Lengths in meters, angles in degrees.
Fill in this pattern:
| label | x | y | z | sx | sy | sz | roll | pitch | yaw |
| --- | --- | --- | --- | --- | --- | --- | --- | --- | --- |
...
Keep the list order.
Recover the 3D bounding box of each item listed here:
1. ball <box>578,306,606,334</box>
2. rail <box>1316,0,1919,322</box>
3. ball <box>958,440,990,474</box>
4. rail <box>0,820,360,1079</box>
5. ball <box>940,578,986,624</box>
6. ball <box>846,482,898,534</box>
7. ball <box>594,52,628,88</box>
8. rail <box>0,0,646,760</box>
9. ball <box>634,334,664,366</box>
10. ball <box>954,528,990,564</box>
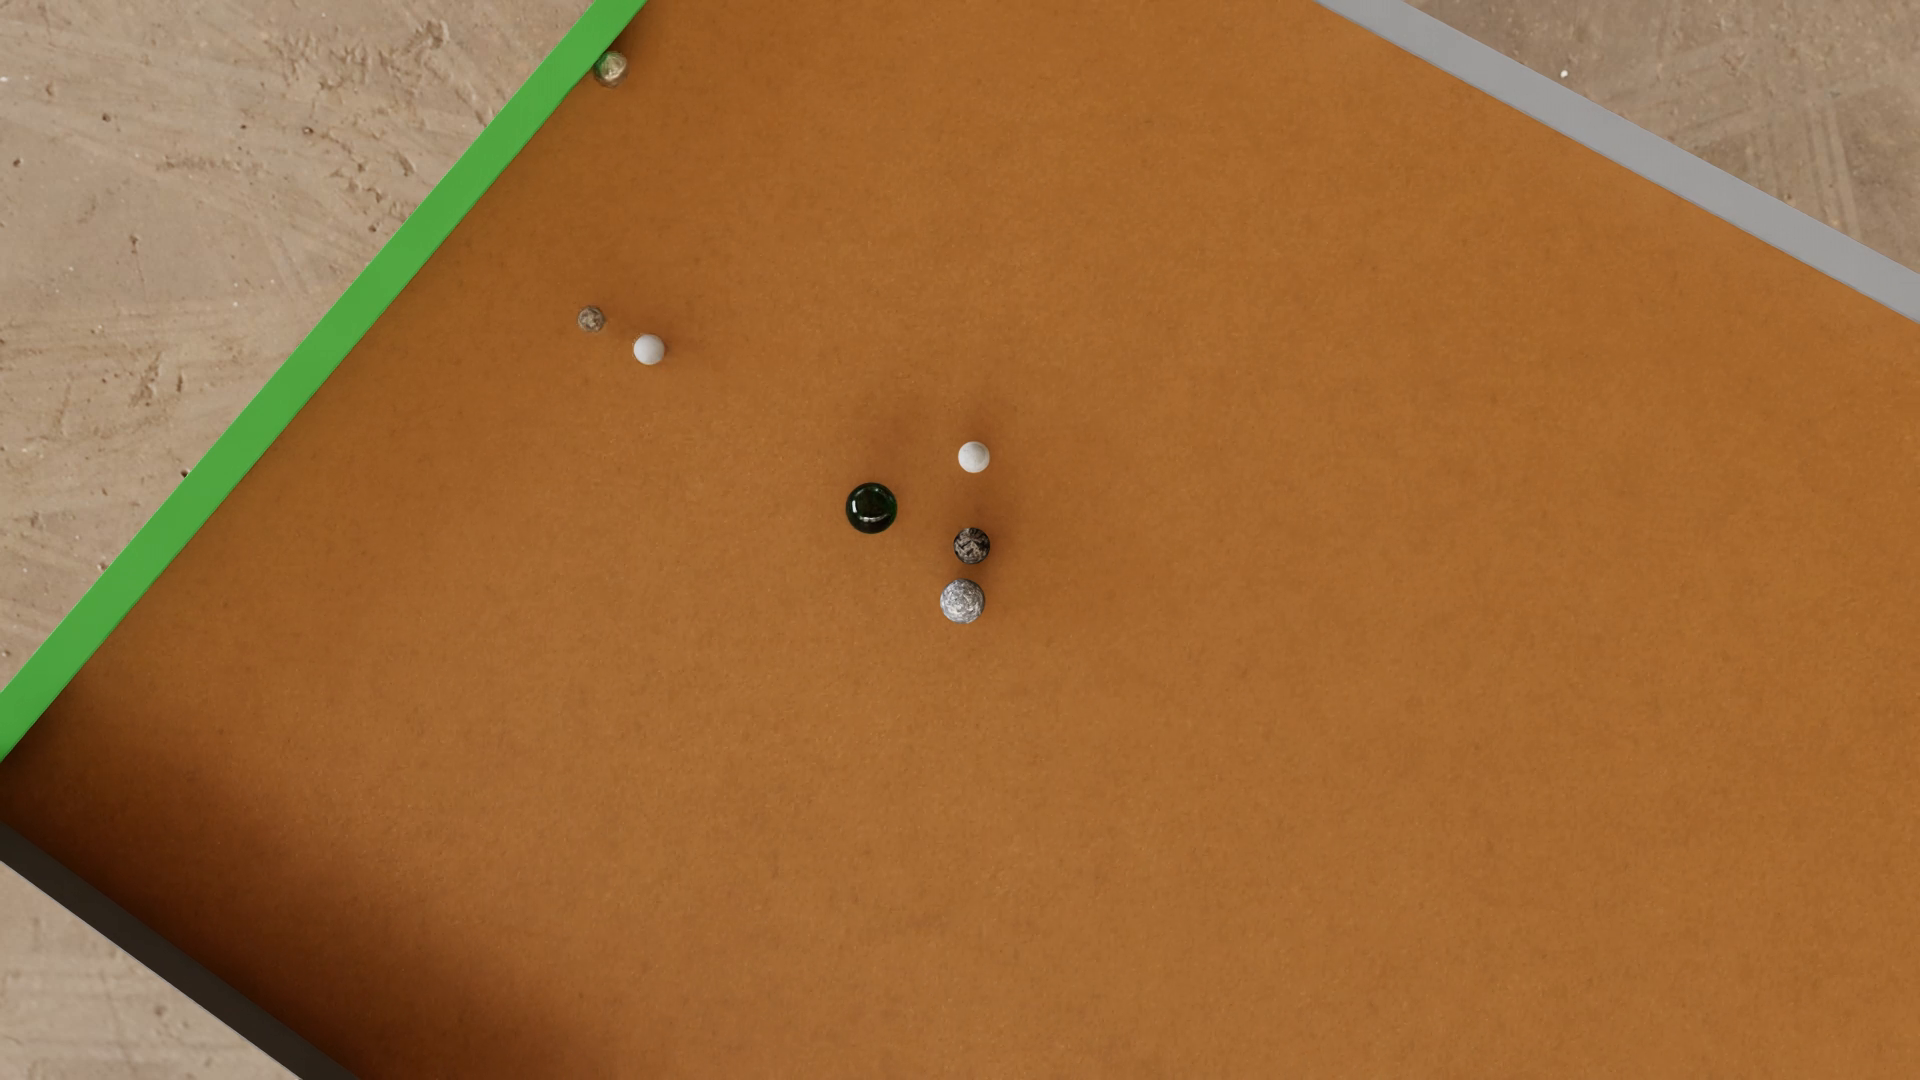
| label | x | y | z | sx | sy | sz | roll | pitch | yaw |
| --- | --- | --- | --- | --- | --- | --- | --- | --- | --- |
| ball | -0.609 | -0.364 | 3.637 | 0.043 | 0.043 | 0.043 | 0 | 68 | 0 |
| rail | 1.539 | -0.399 | 3.616 | 4.212 | 0.108 | 0.045 | 32 | 72 | 12 |
| ball | 0.023 | -0.134 | 3.542 | 0.052 | 0.052 | 0.052 | 0 | 68 | 0 |
| rail | 0.219 | 1.459 | 2.879 | 4.212 | 0.108 | 0.045 | 32 | 72 | 12 |
| ball | 0.004 | 0.096 | 3.440 | 0.071 | 0.071 | 0.071 | 0 | 68 | 0 |
| ball | -0.141 | -0.050 | 3.492 | 0.083 | 0.083 | 0.083 | 0 | 68 | 0 |
| ball | -0.605 | -0.813 | 3.807 | 0.059 | 0.059 | 0.059 | 0 | 68 | 0 |
| rail | -0.859 | -0.536 | 3.670 | 0.045 | 0.108 | 2.443 | 32 | 72 | 12 |
| ball | -0.510 | -0.313 | 3.613 | 0.051 | 0.051 | 0.051 | 0 | 68 | 0 |
| ball | 0.019 | 0.009 | 3.481 | 0.059 | 0.059 | 0.059 | 0 | 68 | 0 |
